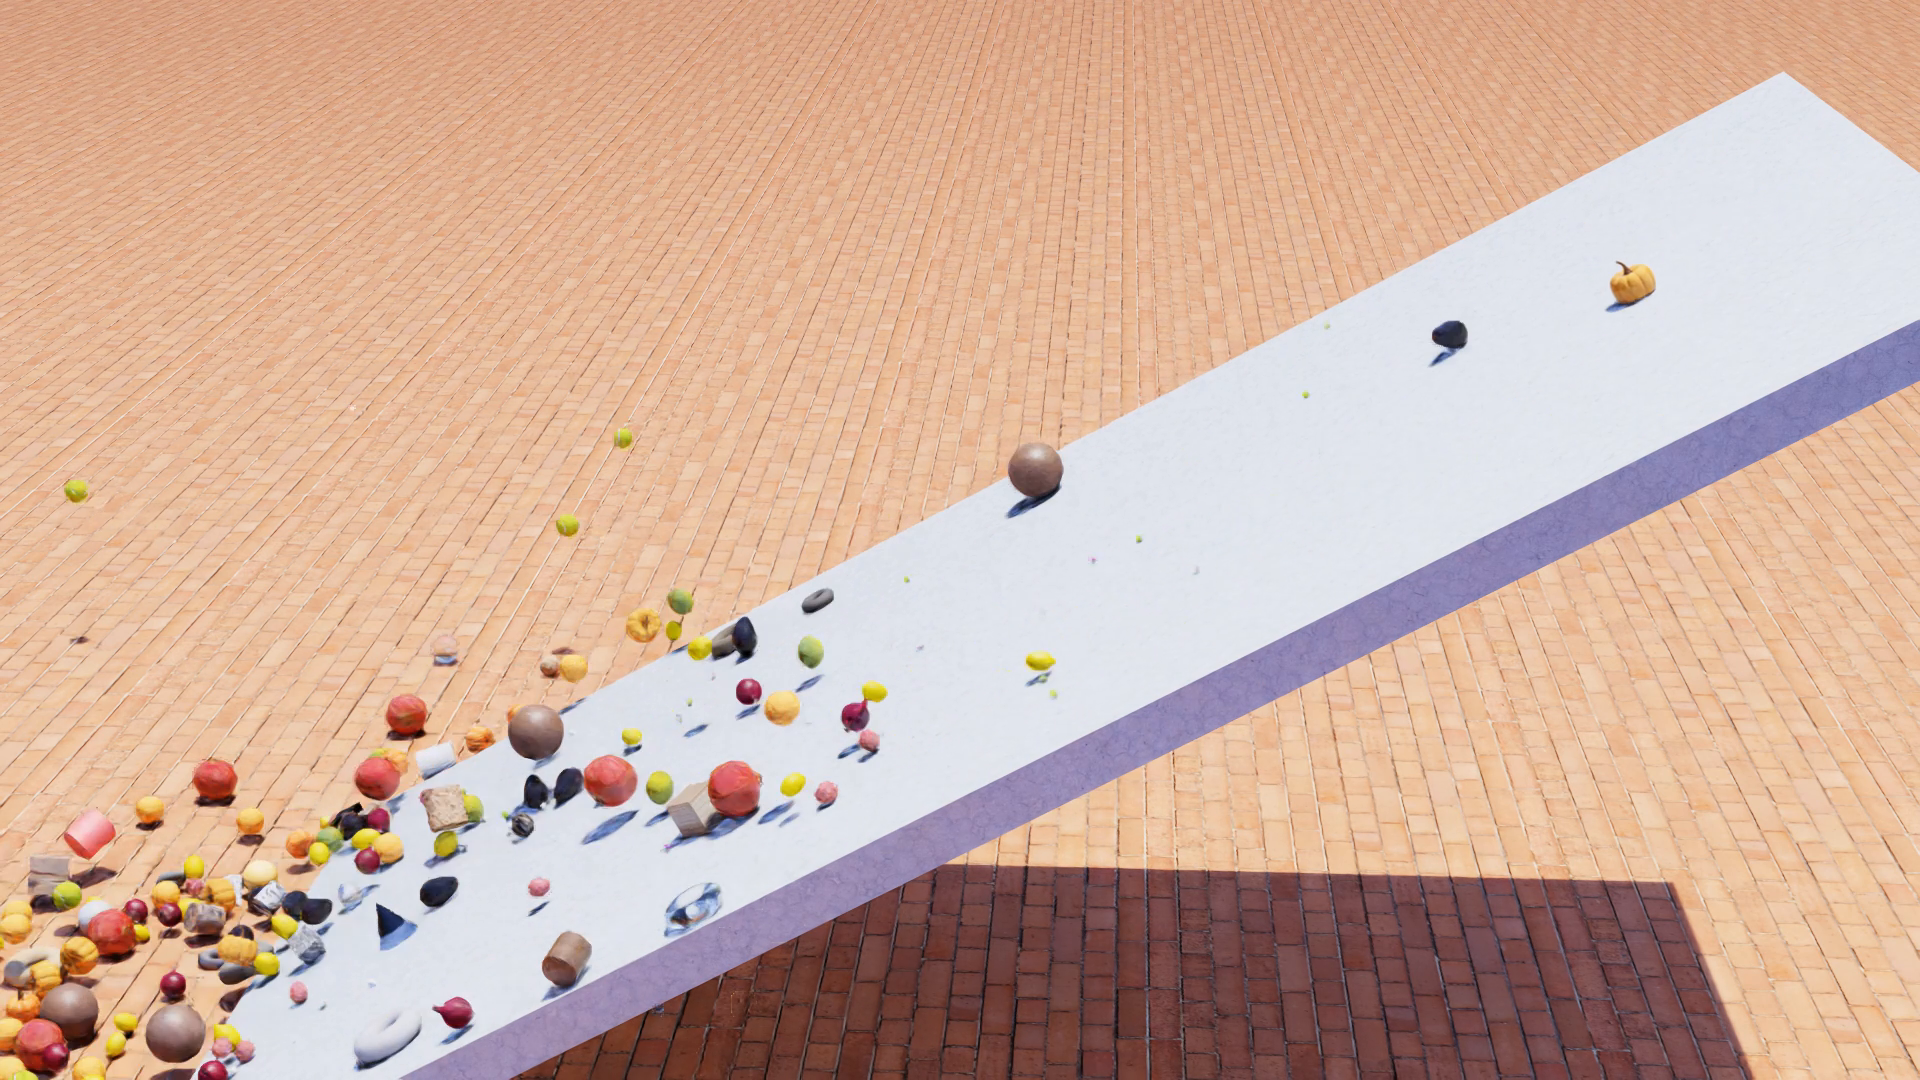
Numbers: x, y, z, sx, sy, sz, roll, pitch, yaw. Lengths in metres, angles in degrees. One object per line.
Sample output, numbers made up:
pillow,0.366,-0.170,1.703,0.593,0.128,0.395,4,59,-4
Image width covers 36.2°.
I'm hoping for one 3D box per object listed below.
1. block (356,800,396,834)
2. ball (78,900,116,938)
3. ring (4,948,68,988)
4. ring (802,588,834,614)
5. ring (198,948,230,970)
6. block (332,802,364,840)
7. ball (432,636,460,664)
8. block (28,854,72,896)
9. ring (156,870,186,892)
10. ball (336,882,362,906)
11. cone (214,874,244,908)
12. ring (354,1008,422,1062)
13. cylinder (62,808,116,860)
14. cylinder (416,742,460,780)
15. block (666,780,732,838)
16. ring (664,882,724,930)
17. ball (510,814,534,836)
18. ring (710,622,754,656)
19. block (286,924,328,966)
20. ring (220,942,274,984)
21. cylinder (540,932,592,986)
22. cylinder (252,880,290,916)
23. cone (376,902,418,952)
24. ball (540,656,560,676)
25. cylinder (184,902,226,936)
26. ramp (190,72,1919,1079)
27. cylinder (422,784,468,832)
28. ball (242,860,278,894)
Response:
block,-1.465,0.696,7.371,0.057,0.057,0.057,-15,21,47
ball,-2.095,0.920,7.135,0.090,0.090,0.090,0,18,0
ring,-2.178,1.007,6.932,0.149,0.050,0.149,-3,20,1
ring,-0.340,0.145,7.061,0.087,0.029,0.087,-29,15,9
ring,-1.774,0.998,7.002,0.078,0.026,0.078,5,19,-2
block,-1.543,0.714,7.457,0.060,0.060,0.060,-24,15,23
ball,-1.565,0.332,8.946,0.084,0.084,0.084,0,18,0
block,-2.260,0.831,7.301,0.091,0.091,0.091,6,0,-14
ring,-1.977,0.856,7.370,0.075,0.075,0.025,-9,53,-26
ball,-1.418,0.823,6.833,0.058,0.058,0.058,0,18,0
cone,-1.805,0.888,7.323,0.078,0.078,0.078,-13,49,-34
ring,-1.123,0.970,5.769,0.146,0.049,0.146,-27,14,7
cylinder,-2.200,0.744,7.438,0.093,0.093,0.093,15,48,38
cylinder,-1.351,0.579,7.619,0.092,0.092,0.092,-17,20,-5
block,-0.531,0.546,5.969,0.079,0.079,0.079,-16,20,44
ring,-0.498,0.685,5.507,0.123,0.041,0.123,-28,16,8
ball,-0.982,0.640,6.605,0.052,0.052,0.052,0,18,0
ring,-0.555,0.240,7.142,0.121,0.040,0.121,-29,15,9
block,-1.463,0.908,6.587,0.054,0.054,0.054,-41,55,-4
ring,-1.649,0.977,6.800,0.139,0.046,0.139,-28,13,7
cylinder,-0.741,0.789,5.543,0.073,0.073,0.073,6,36,19
cylinder,-1.685,0.877,7.192,0.062,0.062,0.062,14,48,36
cone,-1.247,0.827,6.405,0.096,0.096,0.096,-28,14,8
ball,-1.232,0.378,8.841,0.063,0.063,0.063,0,18,0
cylinder,-1.826,0.917,7.112,0.073,0.073,0.073,16,6,-37
ramp,0.142,0.167,6.283,4.000,0.100,2.000,-27,14,11
cylinder,-1.187,0.618,6.781,0.089,0.089,0.089,-14,-12,-3
ball,-1.749,0.844,7.353,0.087,0.087,0.087,0,18,0
